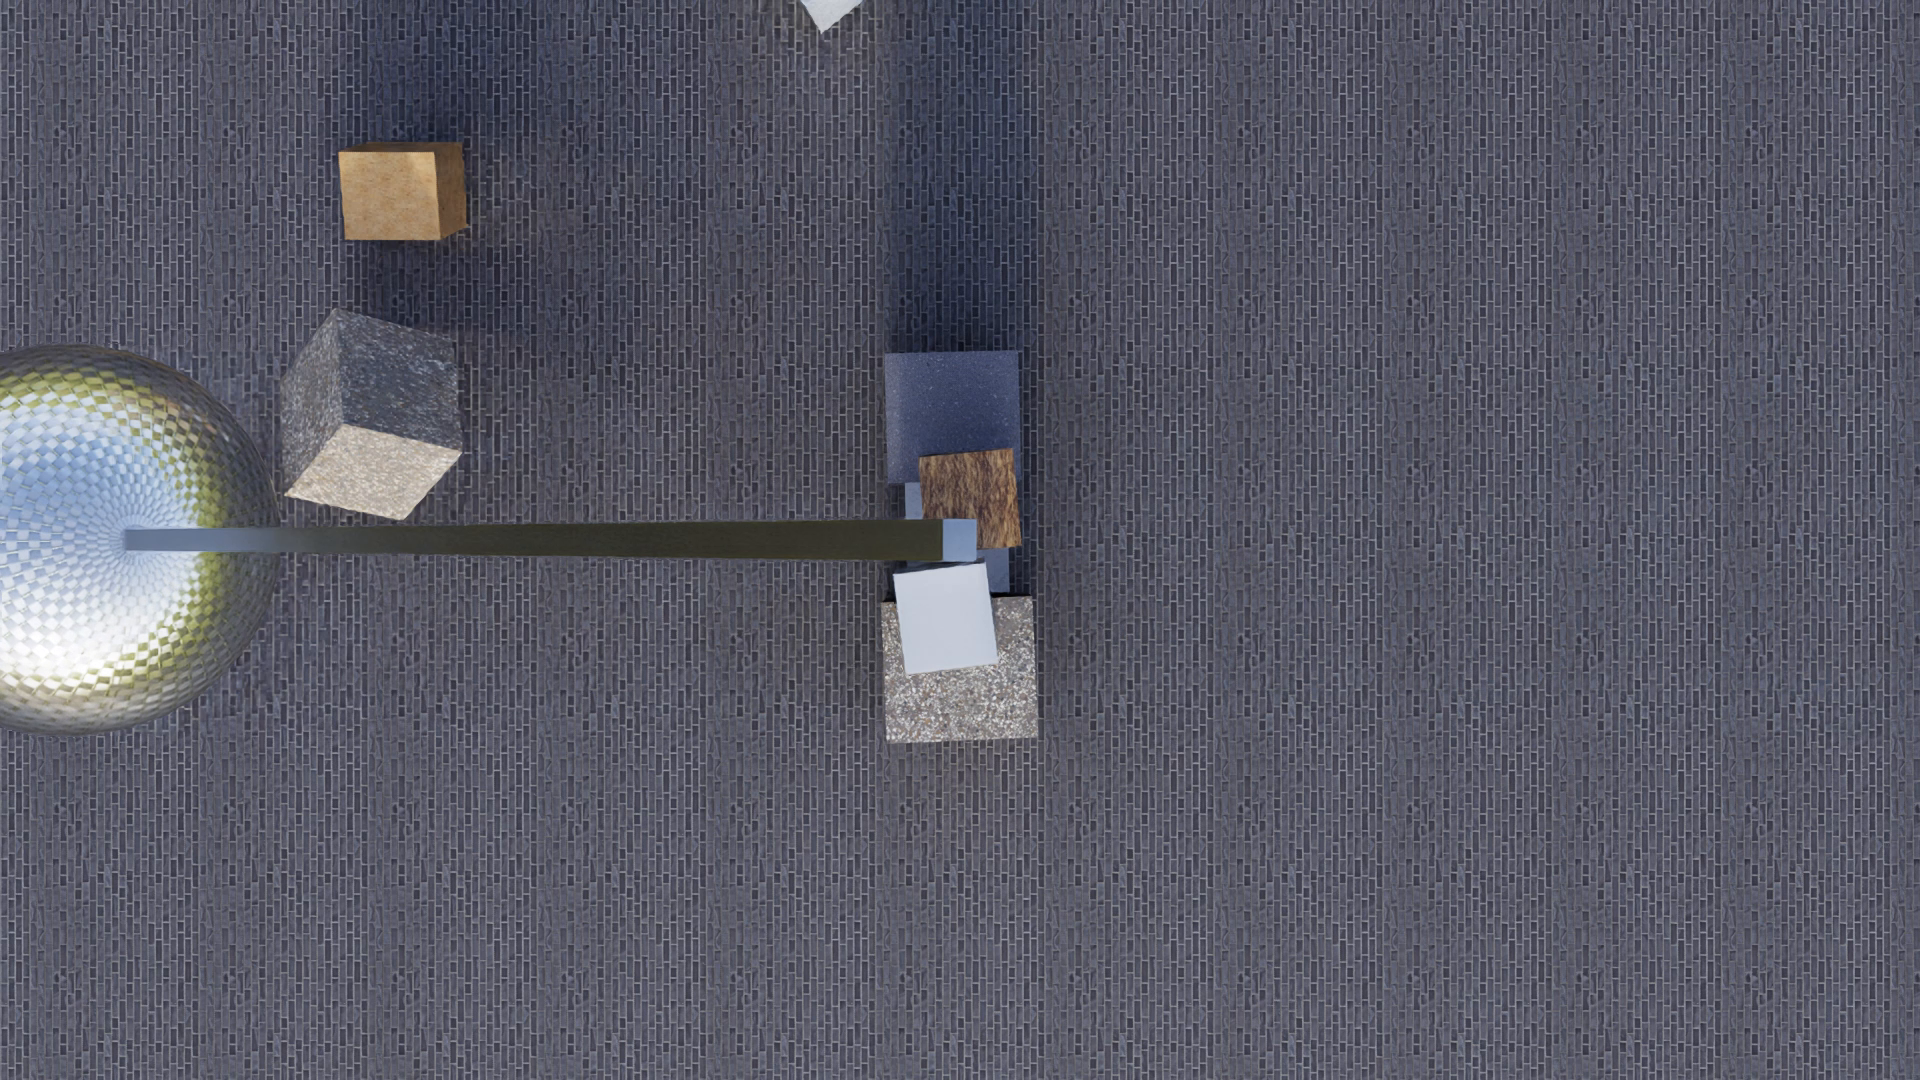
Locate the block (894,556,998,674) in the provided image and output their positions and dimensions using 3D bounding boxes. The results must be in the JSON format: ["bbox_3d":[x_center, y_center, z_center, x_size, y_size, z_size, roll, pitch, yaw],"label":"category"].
[{"bbox_3d":[-0.074,0.399,11.816,0.487,0.600,0.530,-7,93,0],"label":"block"}]

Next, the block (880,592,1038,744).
[{"bbox_3d":[-0.003,0.716,12.564,0.835,0.873,0.780,-2,90,0],"label":"block"}]

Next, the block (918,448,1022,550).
[{"bbox_3d":[0.052,-0.221,12.095,0.515,0.512,0.526,-5,93,0],"label":"block"}]

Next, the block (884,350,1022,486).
[{"bbox_3d":[-0.040,-0.693,12.673,0.750,0.655,0.728,-2,90,0],"label":"block"}]

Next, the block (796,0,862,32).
[{"bbox_3d":[-0.758,-3.489,12.646,0.746,0.627,0.690,-38,87,3],"label":"block"}]

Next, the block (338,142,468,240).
[{"bbox_3d":[-3.196,-2.014,12.651,0.549,0.544,0.490,1,106,4],"label":"block"}]

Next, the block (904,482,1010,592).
[{"bbox_3d":[-0.015,-0.014,12.684,0.573,0.633,0.630,-2,90,0],"label":"block"}]

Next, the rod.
[{"bbox_3d":[-1.561,0.000,6.253,0.080,5.200,0.080,0,90,-37],"label":"rod"}]

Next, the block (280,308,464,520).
[{"bbox_3d":[-3.317,-0.696,12.360,0.738,0.708,0.786,-40,50,38],"label":"block"}]

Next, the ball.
[{"bbox_3d":[-3.602,0.000,8.972,1.600,1.600,1.600,0,90,0],"label":"ball"}]
